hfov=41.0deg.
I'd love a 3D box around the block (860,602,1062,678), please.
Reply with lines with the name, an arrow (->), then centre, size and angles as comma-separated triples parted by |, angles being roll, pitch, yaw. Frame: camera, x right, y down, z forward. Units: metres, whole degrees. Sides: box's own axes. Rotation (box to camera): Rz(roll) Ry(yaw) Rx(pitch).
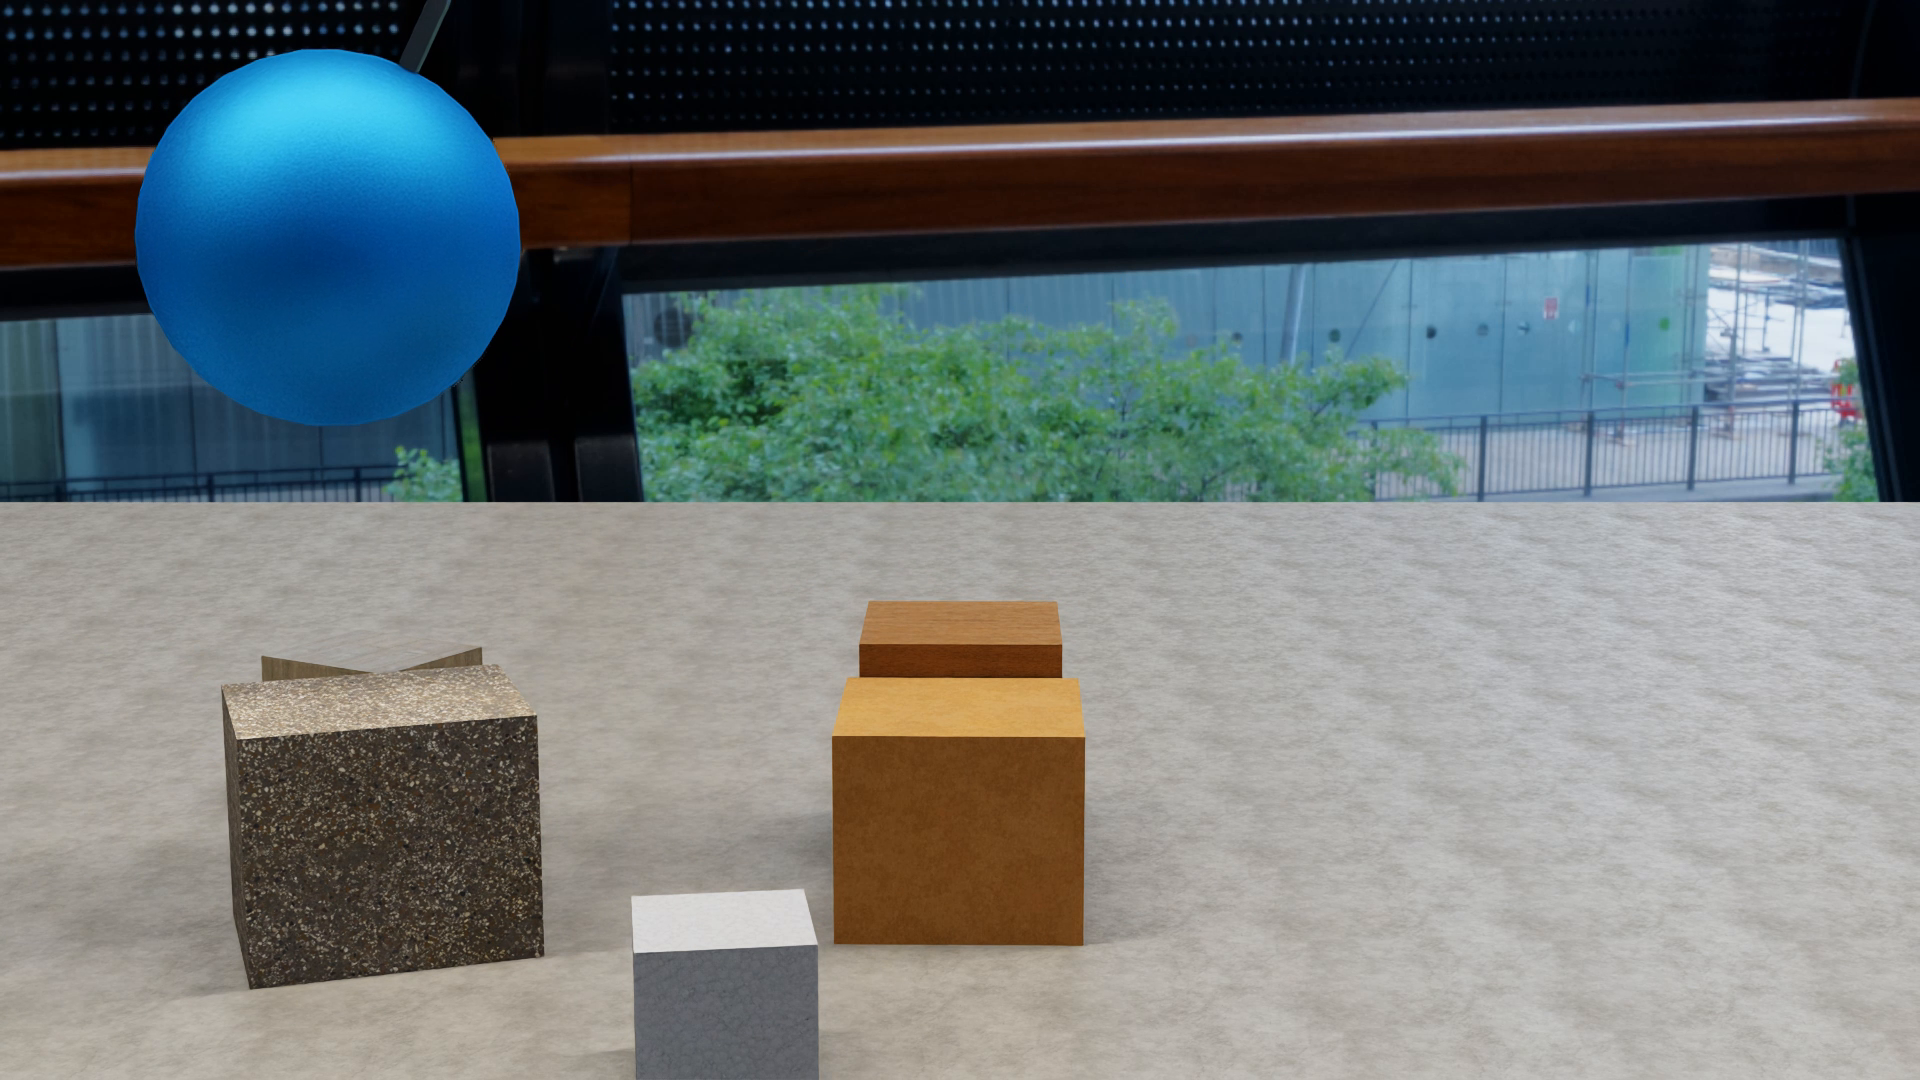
block -> 0.008, 0.880, 11.857 | 0.896, 1.026, 0.938 | 0, 10, 1

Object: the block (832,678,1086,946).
block -> 0.003, 1.130, 10.896 | 1.019, 0.877, 1.017 | 0, 10, 1

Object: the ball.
ball -> -2.684, -1.283, 10.947 | 1.600, 1.600, 1.600 | 0, 10, 0

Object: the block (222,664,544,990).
block -> -2.372, 1.140, 10.499 | 1.148, 1.001, 0.948 | -4, 11, -19

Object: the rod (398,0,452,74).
rod -> -1.163, -4.275, 10.403 | 0.080, 5.200, 0.080 | 26, 9, -5

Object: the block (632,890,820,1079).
block -> -0.836, 1.617, 9.060 | 0.623, 0.577, 0.610 | -1, 10, -8

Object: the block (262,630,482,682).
block -> -2.869, 0.899, 12.592 | 0.797, 0.725, 0.688 | 6, 12, 30
